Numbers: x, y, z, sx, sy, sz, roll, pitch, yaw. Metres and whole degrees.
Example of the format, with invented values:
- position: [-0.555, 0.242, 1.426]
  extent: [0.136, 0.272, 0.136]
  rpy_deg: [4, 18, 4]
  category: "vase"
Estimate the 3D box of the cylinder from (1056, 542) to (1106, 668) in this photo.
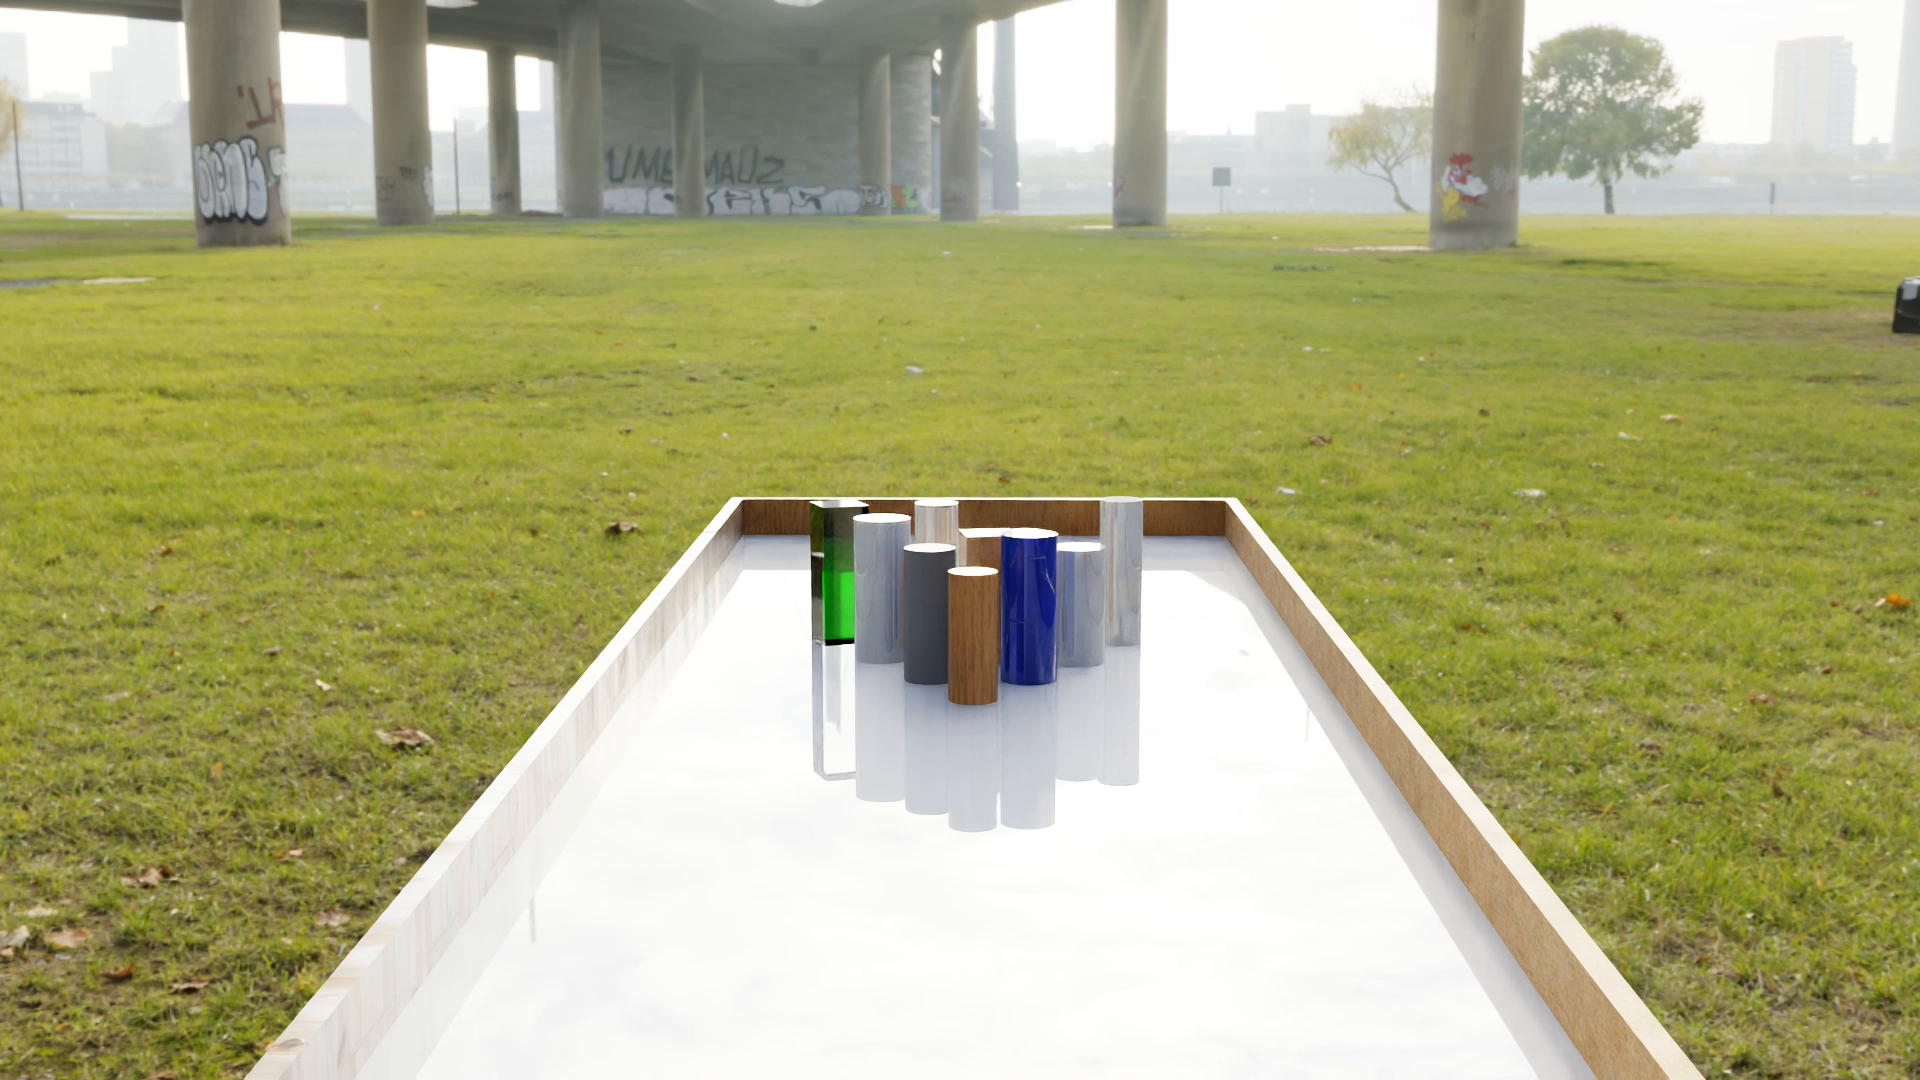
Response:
- position: [0.358, 0.195, 6.650]
  extent: [0.164, 0.354, 0.164]
  rpy_deg: [0, 9, 0]
  category: "cylinder"

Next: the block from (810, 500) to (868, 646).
- position: [-0.381, 0.102, 6.963]
  extent: [0.147, 0.439, 0.147]
  rpy_deg: [-3, 10, -21]
  category: "block"

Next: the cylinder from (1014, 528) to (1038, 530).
- position: [0.207, 0.146, 6.952]
  extent: [0.100, 0.356, 0.100]
  rpy_deg: [0, 9, 0]
  category: "cylinder"

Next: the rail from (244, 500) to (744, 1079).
- position: [-1.004, 0.839, 3.234]
  extent: [0.050, 0.150, 12.000]
  rpy_deg: [0, 9, 1]
  category: "rail"

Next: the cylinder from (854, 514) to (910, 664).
- position: [-0.236, 0.147, 6.699]
  extent: [0.174, 0.433, 0.174]
  rpy_deg: [0, 9, 0]
  category: "cylinder"

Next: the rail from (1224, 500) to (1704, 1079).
- position: [1.046, 0.843, 3.208]
  extent: [0.050, 0.150, 12.000]
  rpy_deg: [0, 9, 1]
  category: "rail"

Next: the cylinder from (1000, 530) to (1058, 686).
- position: [0.200, 0.195, 6.402]
  extent: [0.165, 0.432, 0.165]
  rpy_deg: [0, 9, 0]
  category: "cylinder"

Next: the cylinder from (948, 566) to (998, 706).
- position: [0.036, 0.267, 6.152]
  extent: [0.138, 0.366, 0.138]
  rpy_deg: [0, 9, 0]
  category: "cylinder"

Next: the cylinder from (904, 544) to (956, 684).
- position: [-0.088, 0.215, 6.406]
  extent: [0.150, 0.390, 0.150]
  rpy_deg: [0, 9, 0]
  category: "cylinder"

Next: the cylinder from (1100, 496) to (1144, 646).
- position: [0.508, 0.097, 6.939]
  extent: [0.135, 0.456, 0.135]
  rpy_deg: [0, 9, 0]
  category: "cylinder"

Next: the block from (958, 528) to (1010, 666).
- position: [0.084, 0.173, 6.655]
  extent: [0.154, 0.396, 0.154]
  rpy_deg: [-1, 9, -9]
  category: "block"

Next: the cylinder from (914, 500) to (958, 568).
- position: [-0.074, 0.104, 6.927]
  extent: [0.137, 0.447, 0.137]
  rpy_deg: [0, 9, 0]
  category: "cylinder"

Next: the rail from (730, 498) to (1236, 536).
- position: [0.099, -0.098, 9.147]
  extent: [2.100, 0.150, 0.050]
  rpy_deg: [0, 9, 1]
  category: "rail"
